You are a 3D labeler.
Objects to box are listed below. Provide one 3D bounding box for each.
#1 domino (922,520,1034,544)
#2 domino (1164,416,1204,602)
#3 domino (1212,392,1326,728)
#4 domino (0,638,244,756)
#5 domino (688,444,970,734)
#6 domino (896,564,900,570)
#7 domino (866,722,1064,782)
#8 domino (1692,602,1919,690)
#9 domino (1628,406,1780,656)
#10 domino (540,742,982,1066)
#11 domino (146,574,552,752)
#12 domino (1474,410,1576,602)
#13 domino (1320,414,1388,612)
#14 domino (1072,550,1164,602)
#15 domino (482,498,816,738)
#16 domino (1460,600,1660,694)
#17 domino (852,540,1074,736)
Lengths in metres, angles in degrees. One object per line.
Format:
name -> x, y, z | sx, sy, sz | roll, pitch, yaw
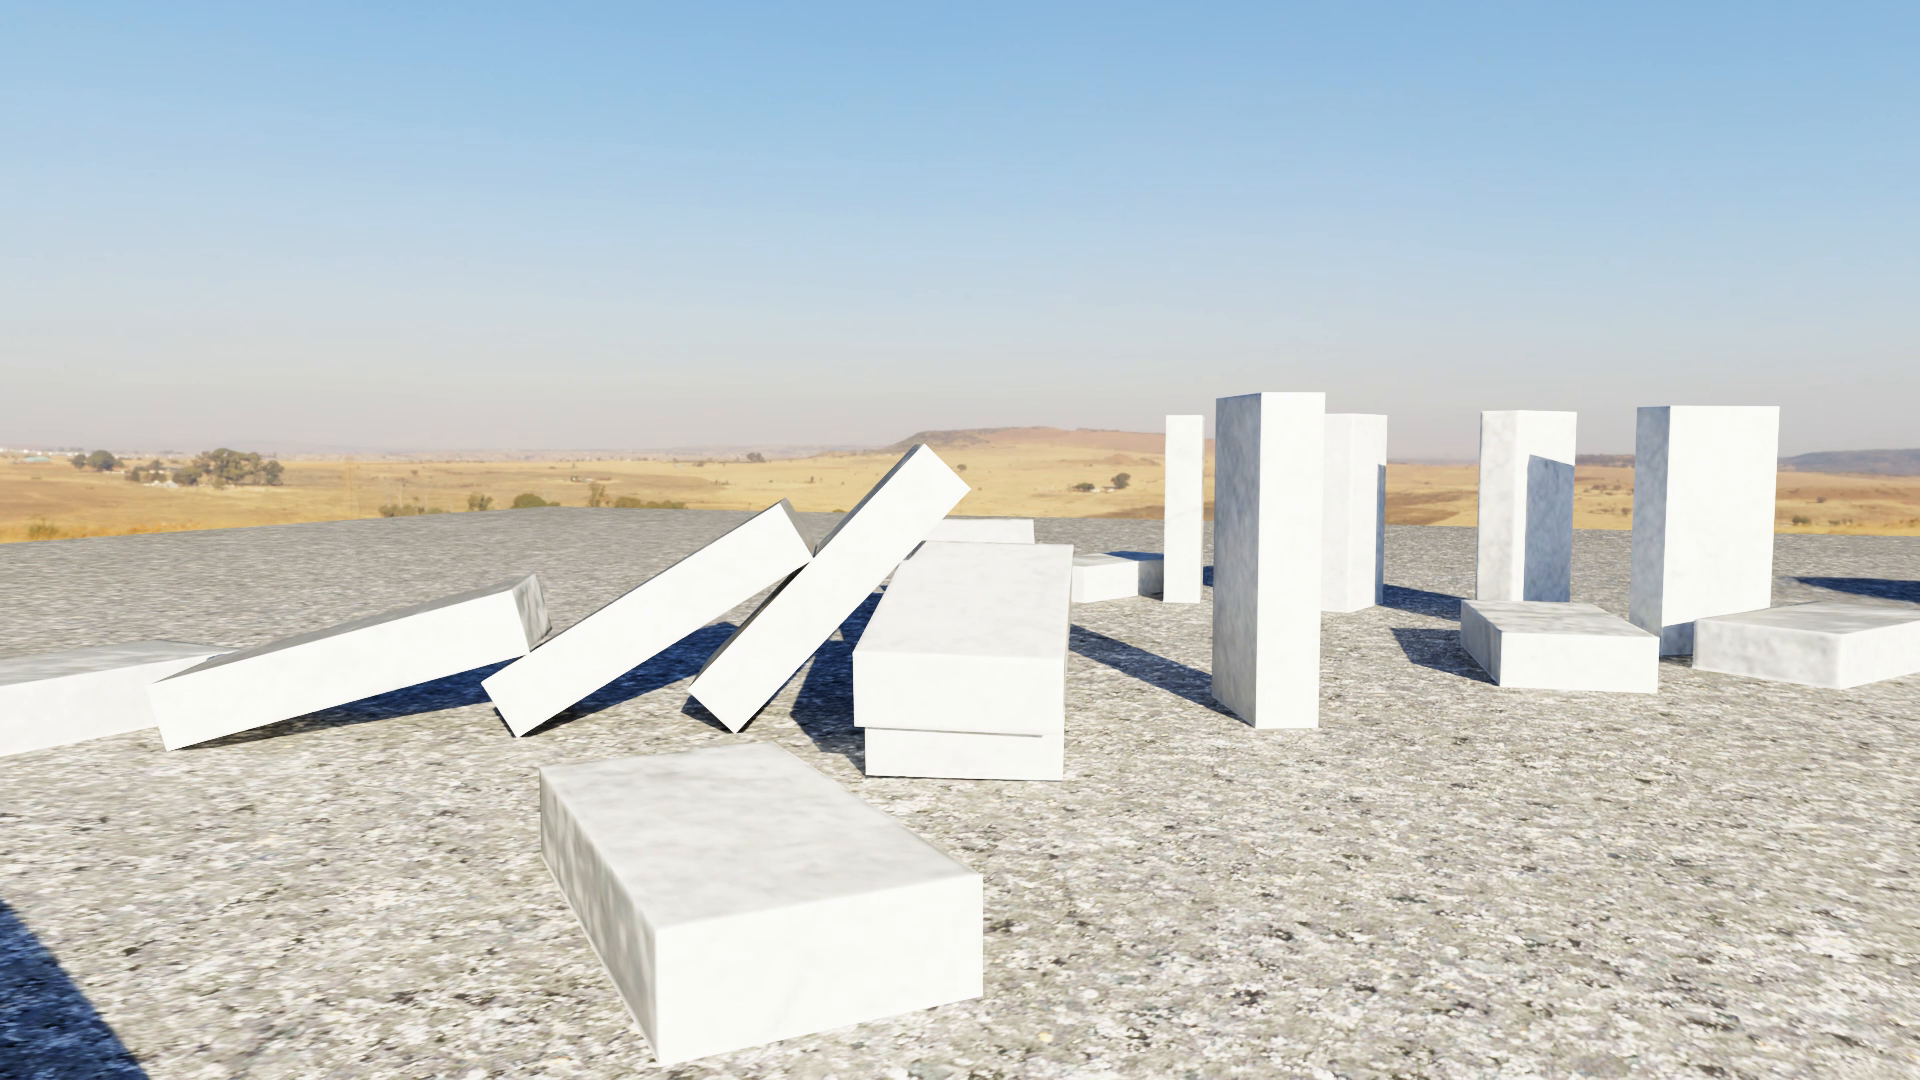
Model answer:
domino -> 0.001, 0.011, 0.233 | 0.025, 0.009, 0.050 | 0, 26, 1
domino -> 0.062, -0.009, 0.355 | 0.009, 0.050, 0.025 | 1, 4, 12
domino -> 0.048, 0.002, 0.203 | 0.009, 0.050, 0.025 | 0, 4, -4
domino -> -0.137, 0.024, 0.190 | 0.025, 0.010, 0.050 | 2, 5, 27
domino -> -0.020, 0.006, 0.201 | 0.010, 0.050, 0.025 | 44, 0, -7
domino -> 0.000, 0.011, 0.259 | 0.025, 0.010, 0.050 | 0, 23, 2
domino -> 0.002, 0.019, 0.185 | 0.025, 0.009, 0.050 | 1, 16, 4
domino -> 0.167, 0.019, 0.246 | 0.050, 0.009, 0.025 | -3, 5, -33
domino -> 0.153, -0.002, 0.264 | 0.025, 0.050, 0.010 | -1, 4, -11
domino -> -0.021, 0.029, 0.115 | 0.025, 0.009, 0.050 | -2, 5, -27
domino -> -0.090, 0.017, 0.193 | 0.050, 0.009, 0.025 | -15, 7, -9
domino -> 0.134, -0.005, 0.303 | 0.025, 0.050, 0.009 | -3, 5, -36
domino -> 0.102, -0.008, 0.335 | 0.010, 0.050, 0.025 | 3, 5, 37
domino -> 0.042, 0.010, 0.370 | 0.025, 0.009, 0.050 | 4, 6, 44
domino -> -0.046, 0.011, 0.199 | 0.050, 0.009, 0.025 | -31, 6, -2
domino -> 0.113, 0.019, 0.246 | 0.025, 0.010, 0.050 | 1, 4, 14
domino -> 0.002, 0.012, 0.176 | 0.025, 0.009, 0.050 | 2, 16, 6
